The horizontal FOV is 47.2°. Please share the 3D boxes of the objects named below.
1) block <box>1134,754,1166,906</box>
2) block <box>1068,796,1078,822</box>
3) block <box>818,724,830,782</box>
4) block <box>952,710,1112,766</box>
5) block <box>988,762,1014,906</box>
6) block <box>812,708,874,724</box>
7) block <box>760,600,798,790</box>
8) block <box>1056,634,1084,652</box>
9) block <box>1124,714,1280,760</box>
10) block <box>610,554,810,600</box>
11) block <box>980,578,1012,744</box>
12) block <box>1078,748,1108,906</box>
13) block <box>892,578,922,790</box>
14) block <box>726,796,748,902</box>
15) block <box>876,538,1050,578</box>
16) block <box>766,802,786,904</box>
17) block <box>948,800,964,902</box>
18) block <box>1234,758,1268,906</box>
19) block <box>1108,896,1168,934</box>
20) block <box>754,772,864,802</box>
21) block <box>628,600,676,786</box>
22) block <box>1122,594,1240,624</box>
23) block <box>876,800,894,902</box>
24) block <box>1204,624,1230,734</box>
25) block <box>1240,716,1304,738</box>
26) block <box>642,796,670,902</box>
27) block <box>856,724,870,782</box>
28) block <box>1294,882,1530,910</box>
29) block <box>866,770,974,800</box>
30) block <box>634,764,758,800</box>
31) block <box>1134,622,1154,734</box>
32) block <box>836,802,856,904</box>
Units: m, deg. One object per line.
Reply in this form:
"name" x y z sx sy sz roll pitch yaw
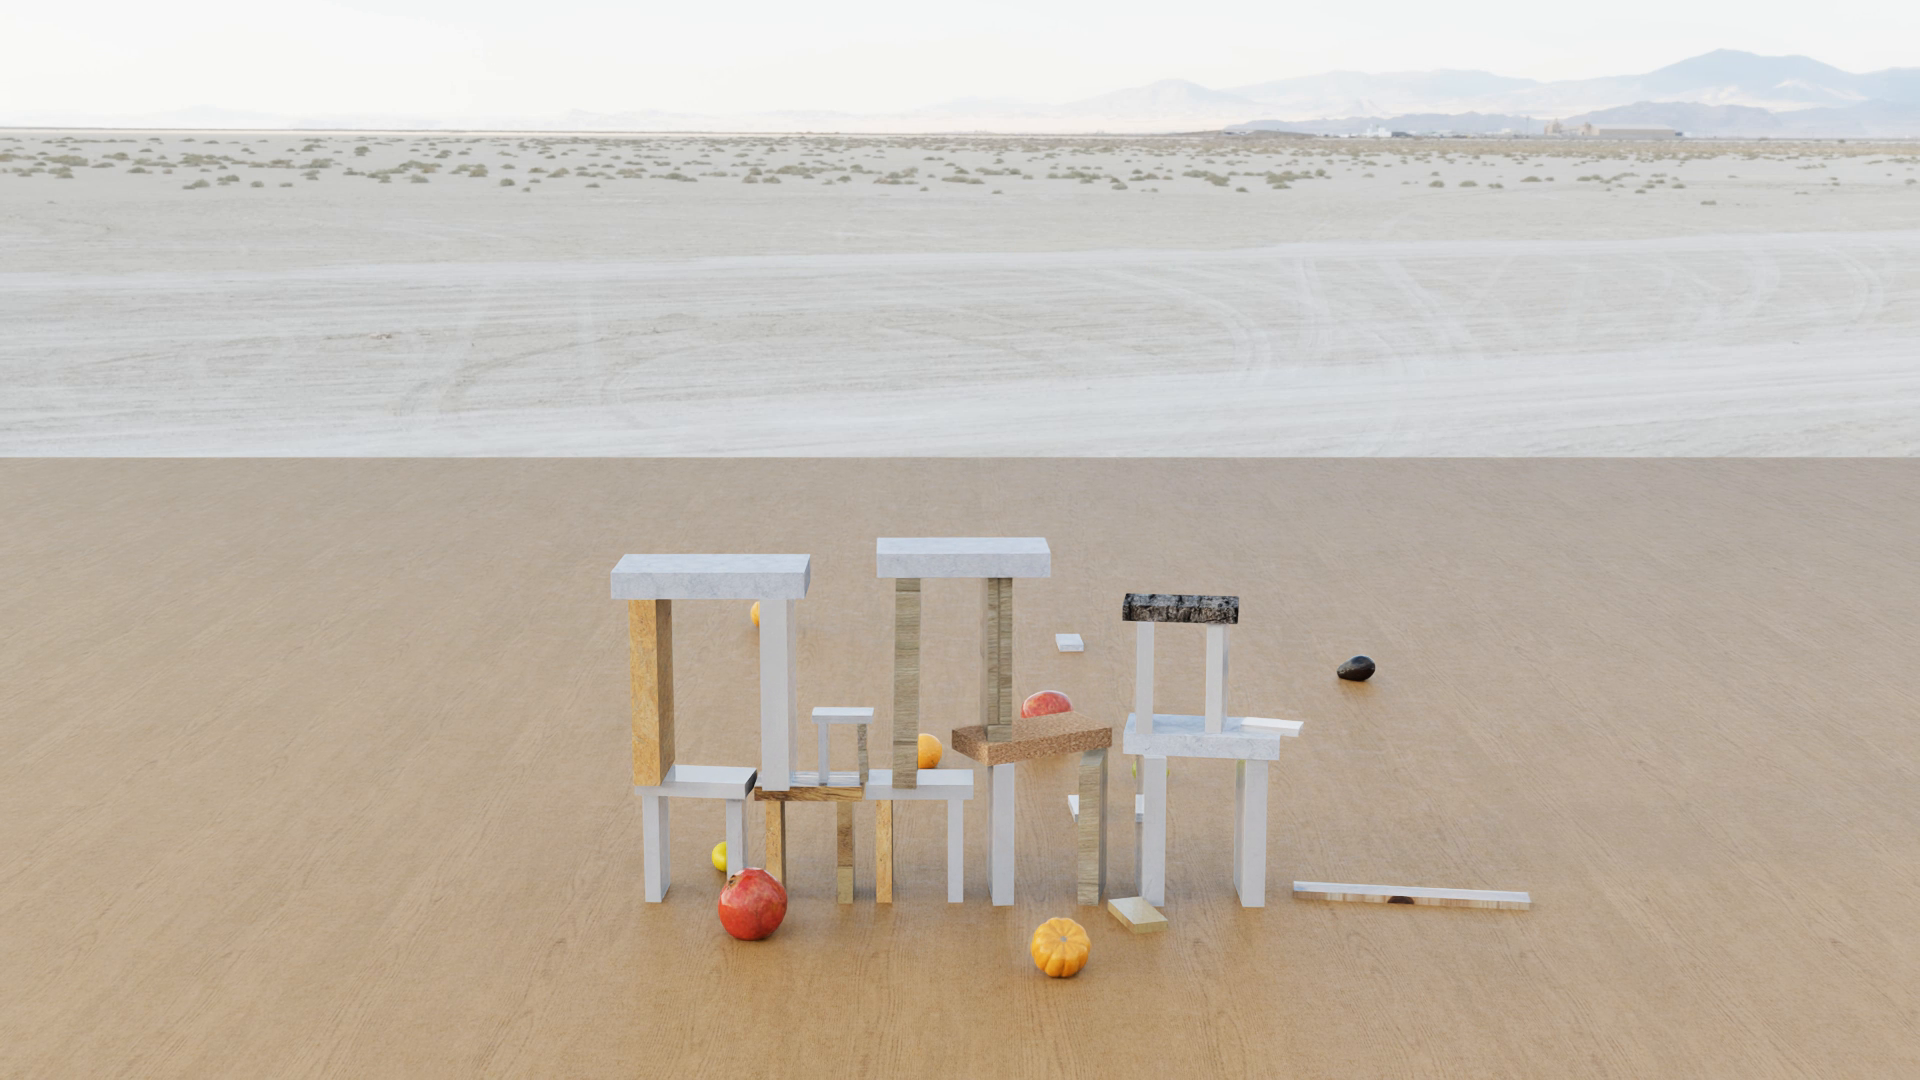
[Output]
"block" 0.315 0.466 3.646 0.036 0.252 0.126 0 11 -2
"block" 0.237 0.501 4.103 0.059 0.017 0.117 -1 11 -3
"block" -0.224 0.344 3.621 0.014 0.100 0.050 0 11 1
"block" 0.120 0.330 3.666 0.239 0.034 0.120 -6 12 -29
"block" 0.067 0.472 3.649 0.034 0.239 0.120 -1 11 -4
"block" -0.192 0.288 3.610 0.099 0.014 0.050 0 11 1
"block" -0.297 0.236 3.608 0.044 0.317 0.154 0 11 1
"block" 0.271 0.253 5.437 0.059 0.017 0.117 0 11 -3
"block" 0.400 0.324 3.625 0.252 0.036 0.126 2 11 9
"block" -0.402 0.059 3.576 0.308 0.044 0.154 0 11 0
"block" 0.059 0.181 3.617 0.039 0.277 0.139 -1 11 -5
"block" 0.221 0.472 3.649 0.034 0.239 0.120 2 11 10
"block" -0.086 0.220 3.602 0.039 0.349 0.139 1 11 0
"block" -0.370 0.499 3.657 0.026 0.184 0.092 0 11 0
"block" 0.004 0.028 3.571 0.277 0.039 0.139 0 11 -2
"block" -0.305 0.505 3.649 0.025 0.175 0.088 0 11 0
"block" -0.007 0.503 3.654 0.025 0.176 0.088 0 11 0
"block" 0.481 0.466 3.645 0.036 0.252 0.126 0 11 0
"block" 0.286 0.604 3.546 0.058 0.017 0.117 -3 11 -16
"block" -0.247 0.406 3.629 0.175 0.025 0.088 0 11 1
"block" -0.504 0.232 3.605 0.044 0.308 0.154 0 11 2
"block" 0.360 0.112 3.582 0.185 0.026 0.093 1 11 8
"block" -0.125 0.503 3.654 0.025 0.176 0.088 0 11 0
"block" 0.422 0.216 3.602 0.026 0.185 0.093 2 11 13
"block" 0.510 0.305 3.590 0.094 0.013 0.047 4 11 19
"block" -0.504 0.499 3.656 0.026 0.184 0.092 0 11 2
"block" -0.159 0.344 3.620 0.014 0.099 0.050 -2 11 1
"block" 0.746 0.588 3.640 0.382 0.013 0.047 2 11 8
"block" -0.066 0.404 3.636 0.176 0.025 0.088 0 11 0
"block" -0.434 0.398 3.626 0.184 0.026 0.092 1 11 7
"block" 0.302 0.216 3.601 0.026 0.185 0.093 1 11 3
"block" -0.189 0.505 3.649 0.025 0.176 0.088 0 11 0
